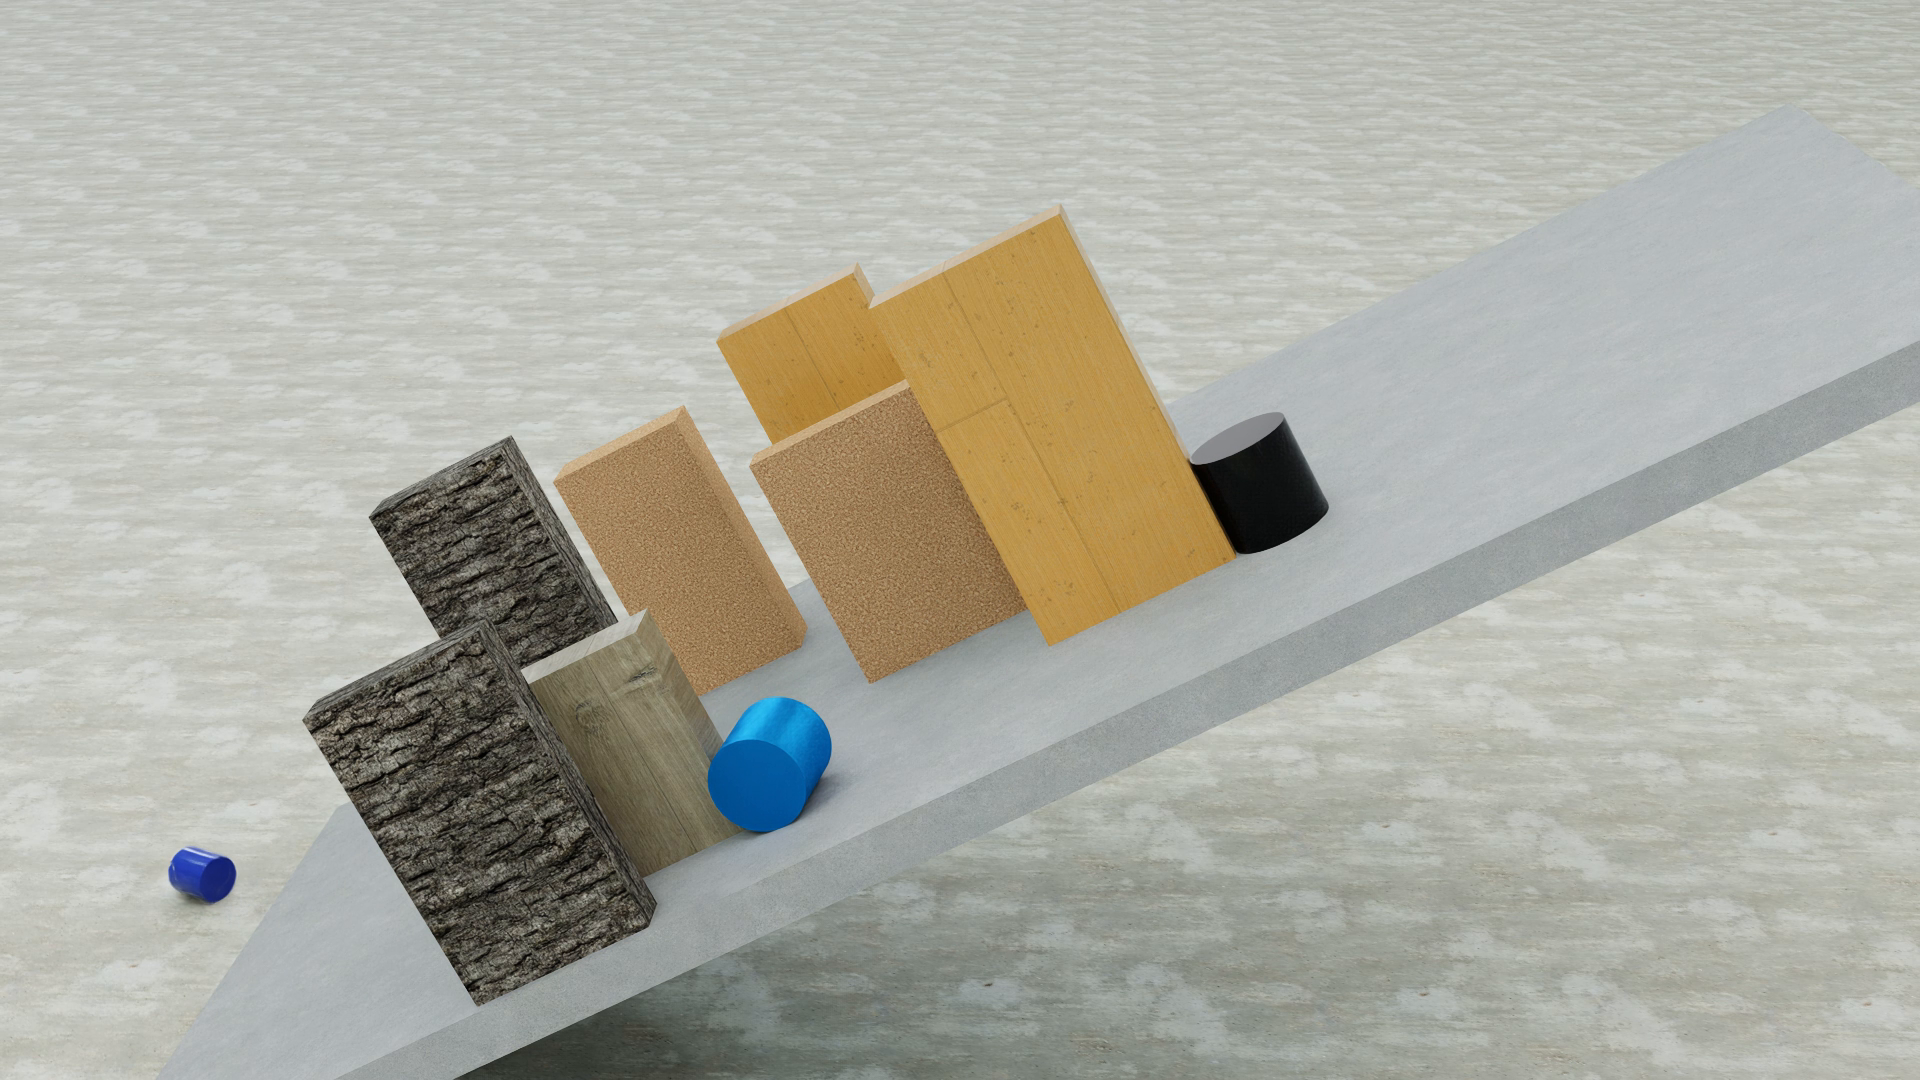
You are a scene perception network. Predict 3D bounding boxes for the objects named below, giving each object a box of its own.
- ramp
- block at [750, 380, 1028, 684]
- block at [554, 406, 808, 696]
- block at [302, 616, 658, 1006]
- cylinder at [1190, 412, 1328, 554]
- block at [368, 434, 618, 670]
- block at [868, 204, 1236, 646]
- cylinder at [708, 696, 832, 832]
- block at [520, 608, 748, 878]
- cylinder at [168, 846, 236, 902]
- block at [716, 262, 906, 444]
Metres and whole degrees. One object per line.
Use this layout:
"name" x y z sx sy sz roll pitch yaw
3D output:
"ramp" 0.140 0.167 6.281 4.000 0.100 2.000 -26 14 10
"block" -0.144 -0.019 6.166 0.379 0.535 0.099 -26 14 10
"block" -0.641 0.036 6.793 0.319 0.602 0.149 -26 14 10
"block" -0.889 0.509 5.479 0.372 0.643 0.108 -26 14 10
"cylinder" 0.589 -0.112 5.777 0.204 0.204 0.204 -27 14 7
"block" -1.080 0.141 7.088 0.361 0.687 0.148 -26 14 10
"block" 0.186 -0.220 5.762 0.412 0.766 0.109 -26 14 10
"cylinder" -0.367 0.432 5.687 0.195 0.195 0.195 4 22 12
"block" -0.691 0.434 5.771 0.406 0.451 0.145 -26 14 10
"cylinder" -1.867 0.824 7.246 0.114 0.114 0.114 11 20 33
"block" -0.203 -0.197 6.470 0.336 0.749 0.121 -26 14 10
